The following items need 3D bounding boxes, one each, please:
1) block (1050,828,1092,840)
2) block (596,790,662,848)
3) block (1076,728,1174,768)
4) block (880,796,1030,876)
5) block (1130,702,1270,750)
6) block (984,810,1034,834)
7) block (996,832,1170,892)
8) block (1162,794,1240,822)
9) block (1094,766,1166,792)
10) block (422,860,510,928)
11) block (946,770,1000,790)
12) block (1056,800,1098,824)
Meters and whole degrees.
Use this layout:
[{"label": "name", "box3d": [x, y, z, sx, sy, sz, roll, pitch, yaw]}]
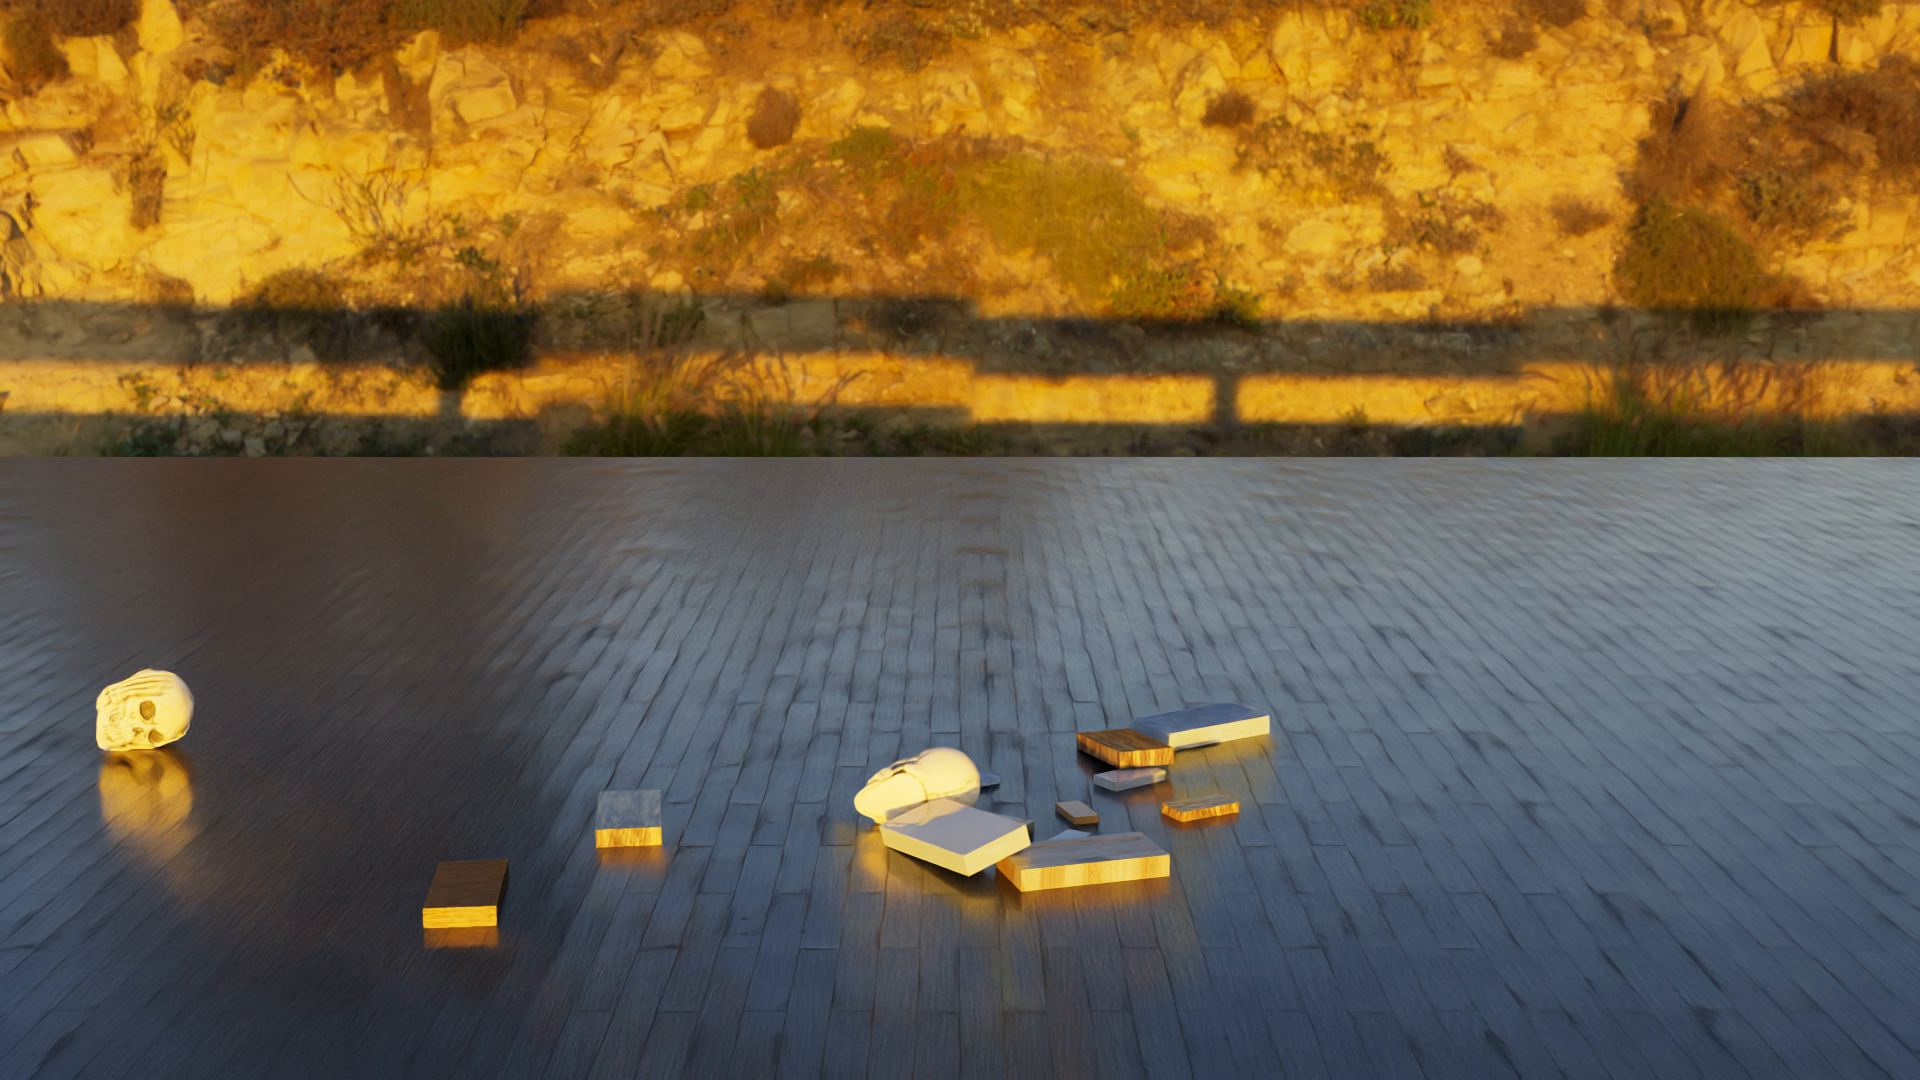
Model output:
[{"label": "block", "box3d": [0.190, 0.538, 3.914, 0.048, 0.014, 0.096, 7, 12, 32]}, {"label": "block", "box3d": [-0.605, 0.508, 4.023, 0.115, 0.033, 0.230, -1, 11, -8]}, {"label": "block", "box3d": [0.331, 0.420, 4.439, 0.115, 0.033, 0.230, -3, 6, -18]}, {"label": "block", "box3d": [-0.011, 0.515, 3.837, 0.134, 0.038, 0.267, -22, 17, -31]}, {"label": "block", "box3d": [0.505, 0.392, 4.631, 0.267, 0.038, 0.134, -7, 12, -32]}, {"label": "block", "box3d": [0.062, 0.518, 4.007, 0.132, 0.018, 0.065, 7, 13, 34]}, {"label": "block", "box3d": [0.210, 0.551, 3.776, 0.267, 0.038, 0.134, -3, 11, -17]}, {"label": "block", "box3d": [0.449, 0.500, 4.106, 0.130, 0.018, 0.065, -6, 12, -28]}, {"label": "block", "box3d": [0.332, 0.464, 4.297, 0.130, 0.018, 0.065, -8, 13, -37]}, {"label": "block", "box3d": [-0.812, 0.581, 3.626, 0.115, 0.033, 0.230, -1, 11, -7]}, {"label": "block", "box3d": [0.025, 0.469, 4.284, 0.095, 0.013, 0.047, -6, 12, -31]}, {"label": "block", "box3d": [0.217, 0.506, 4.084, 0.048, 0.014, 0.096, -4, 11, -19]}]
